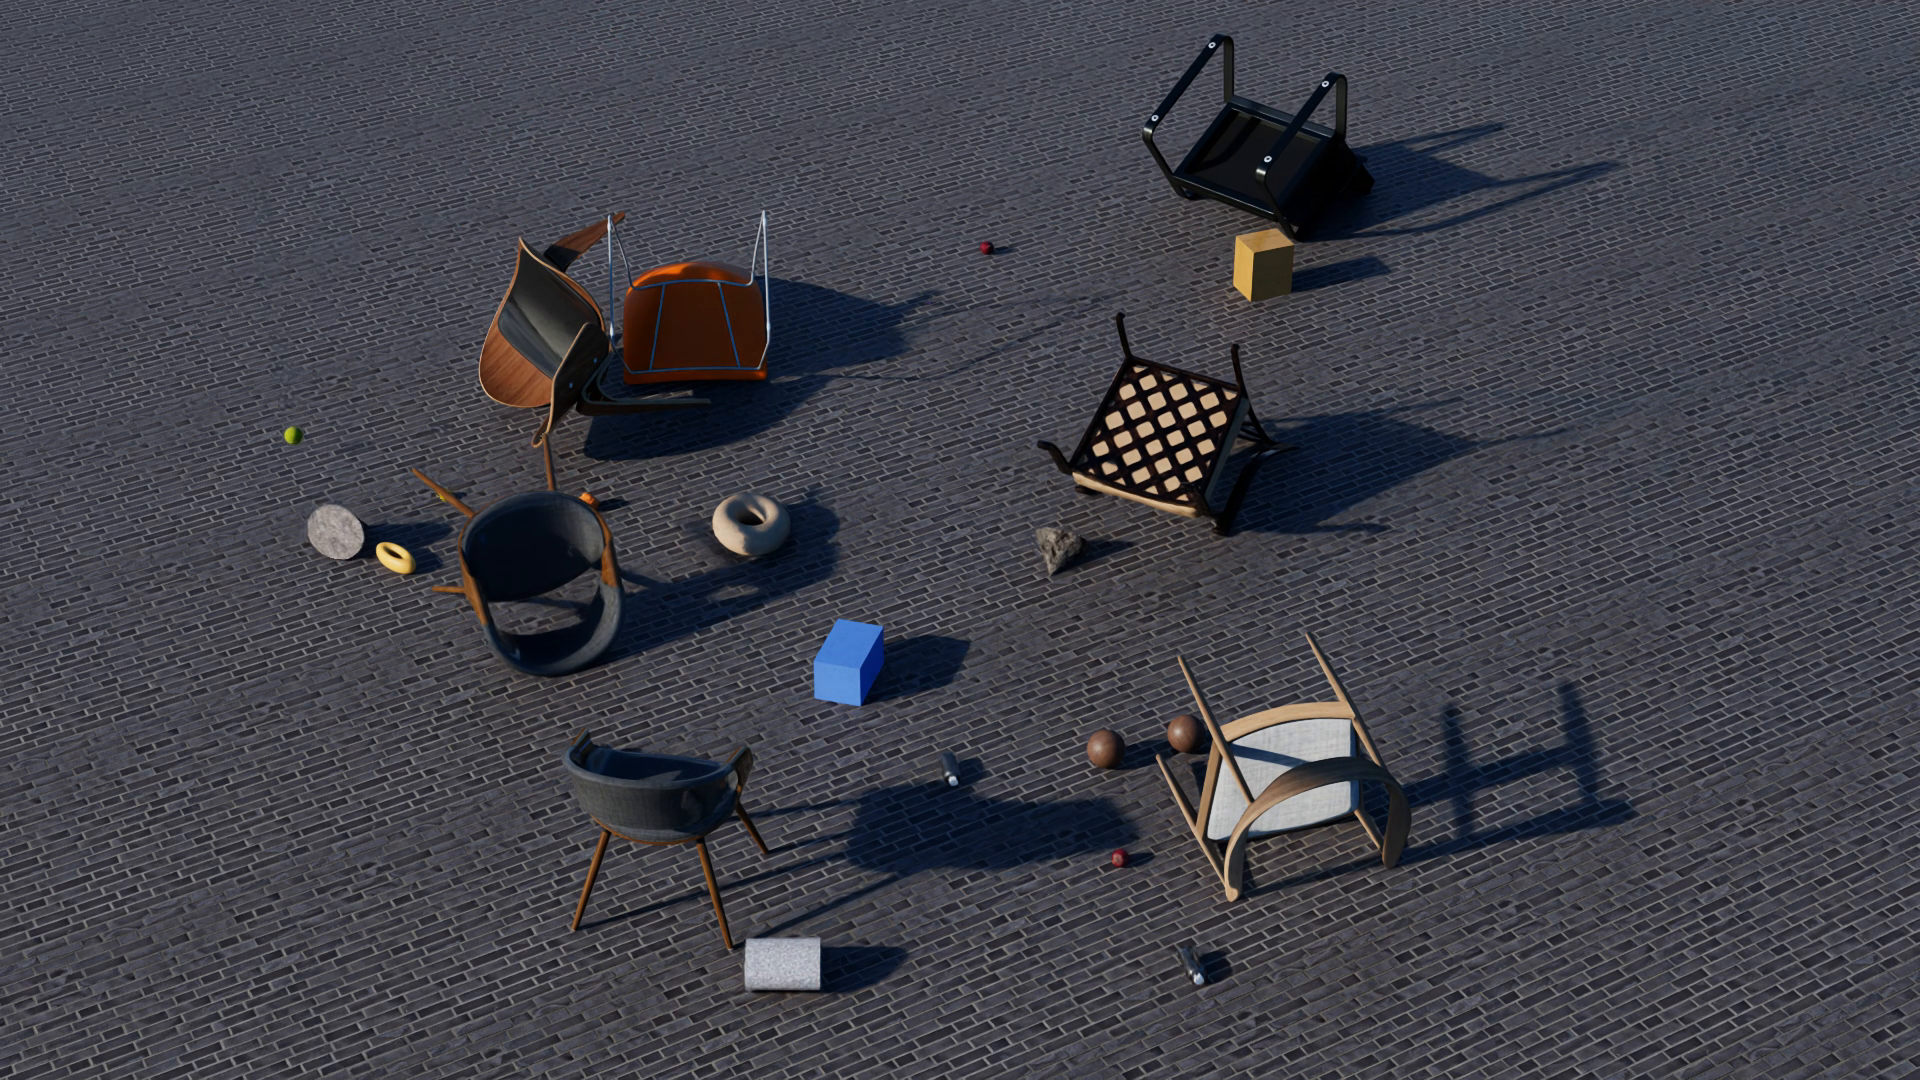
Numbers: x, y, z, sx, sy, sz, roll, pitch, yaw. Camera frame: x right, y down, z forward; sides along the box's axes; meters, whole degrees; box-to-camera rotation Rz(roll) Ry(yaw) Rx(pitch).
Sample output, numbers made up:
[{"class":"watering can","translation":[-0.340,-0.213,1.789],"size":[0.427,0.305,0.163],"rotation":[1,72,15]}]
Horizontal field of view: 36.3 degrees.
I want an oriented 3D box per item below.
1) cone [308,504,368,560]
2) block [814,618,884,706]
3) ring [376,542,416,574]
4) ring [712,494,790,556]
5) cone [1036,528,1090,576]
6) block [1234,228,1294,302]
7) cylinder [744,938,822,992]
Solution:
[{"class":"cone","translation":[-2.267,-0.042,10.926],"size":[0.245,0.200,0.221],"rotation":[17,12,18]},{"class":"block","translation":[-0.384,0.423,10.158],"size":[0.166,0.158,0.265],"rotation":[9,34,14]},{"class":"ring","translation":[-2.077,0.066,10.794],"size":[0.095,0.057,0.213],"rotation":[-27,42,-37]},{"class":"ring","translation":[-0.777,-0.059,10.932],"size":[0.288,0.114,0.333],"rotation":[-10,36,-16]},{"class":"cone","translation":[0.355,0.067,10.784],"size":[0.215,0.133,0.171],"rotation":[16,58,7]},{"class":"block","translation":[1.295,-1.174,12.512],"size":[0.193,0.236,0.165],"rotation":[-13,35,-18]},{"class":"cylinder","translation":[-0.535,1.286,8.875],"size":[0.225,0.127,0.169],"rotation":[0,48,-1]}]
